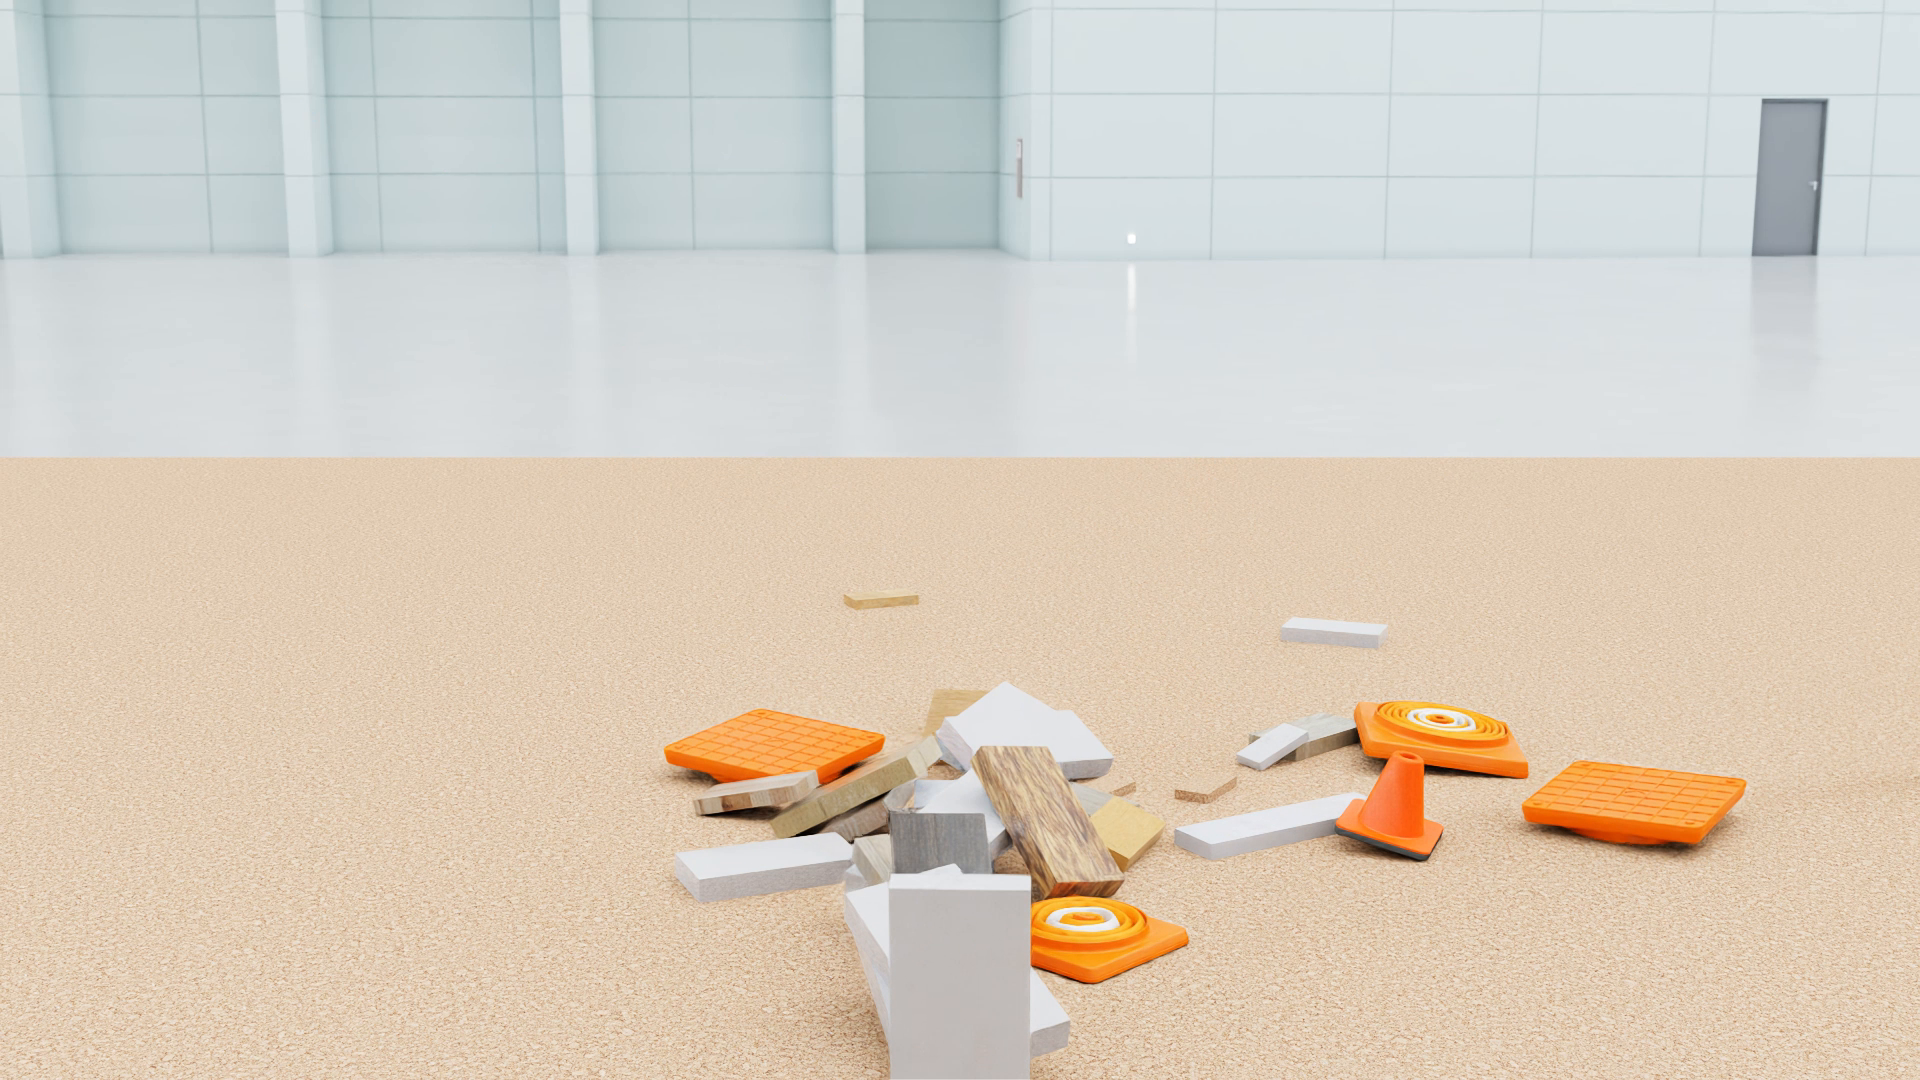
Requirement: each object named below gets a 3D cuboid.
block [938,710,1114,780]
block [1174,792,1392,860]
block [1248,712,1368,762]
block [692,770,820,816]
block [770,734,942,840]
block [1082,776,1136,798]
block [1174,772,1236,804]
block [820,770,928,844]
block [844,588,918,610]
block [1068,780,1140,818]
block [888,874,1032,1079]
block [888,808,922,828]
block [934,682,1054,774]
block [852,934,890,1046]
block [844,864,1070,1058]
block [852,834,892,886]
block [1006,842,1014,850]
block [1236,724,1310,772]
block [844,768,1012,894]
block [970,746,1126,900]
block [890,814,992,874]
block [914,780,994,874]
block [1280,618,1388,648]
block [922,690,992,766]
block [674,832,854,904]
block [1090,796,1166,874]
[{"bbox_3d":[0.130,0.403,4.286,0.317,0.045,0.158,0,33,-37],"label":"block"},{"bbox_3d":[0.589,0.516,3.984,0.421,0.030,0.106,-6,12,-31],"label":"block"},{"bbox_3d":[0.723,0.407,4.557,0.244,0.035,0.122,-10,14,-43],"label":"block"},{"bbox_3d":[-0.380,0.471,4.098,0.212,0.030,0.106,-10,6,20],"label":"block"},{"bbox_3d":[-0.186,0.445,3.953,0.297,0.042,0.148,-27,1,20],"label":"block"},{"bbox_3d":[0.270,0.480,4.206,0.069,0.020,0.138,8,13,37],"label":"block"},{"bbox_3d":[0.473,0.476,4.229,0.069,0.020,0.138,6,12,30],"label":"block"},{"bbox_3d":[-0.155,0.478,3.988,0.138,0.039,0.276,-29,4,15],"label":"block"},{"bbox_3d":[-0.212,0.159,5.919,0.182,0.026,0.091,-4,11,-22],"label":"block"},{"bbox_3d":[0.192,0.485,4.076,0.254,0.035,0.122,14,16,35],"label":"block"},{"bbox_3d":[0.001,0.587,2.734,0.173,0.346,0.049,0,13,2],"label":"block"},{"bbox_3d":[-0.036,0.535,3.686,0.138,0.039,0.276,-2,24,-8],"label":"block"},{"bbox_3d":[0.080,0.388,4.383,0.158,0.045,0.317,29,26,17],"label":"block"},{"bbox_3d":[-0.034,0.613,3.059,0.173,0.049,0.346,-5,32,-14],"label":"block"},{"bbox_3d":[-0.009,0.586,3.012,0.173,0.049,0.346,-12,35,-24],"label":"block"},{"bbox_3d":[-0.049,0.540,3.414,0.146,0.041,0.292,-5,22,-22],"label":"block"},{"bbox_3d":[0.043,0.541,3.897,0.093,0.013,0.046,-7,12,-31],"label":"block"},{"bbox_3d":[0.630,0.416,4.426,0.138,0.020,0.069,-28,27,-29],"label":"block"},{"bbox_3d":[-0.002,0.490,3.673,0.148,0.042,0.497,14,23,25],"label":"block"},{"bbox_3d":[0.145,0.470,3.689,0.149,0.042,0.297,5,40,-38],"label":"block"},{"bbox_3d":[-0.019,0.565,3.227,0.146,0.041,0.469,1,32,-5],"label":"block"},{"bbox_3d":[-0.011,0.505,3.866,0.138,0.039,0.276,1,22,-1],"label":"block"},{"bbox_3d":[0.938,0.232,5.502,0.244,0.035,0.122,4,11,21],"label":"block"},{"bbox_3d":[0.013,0.386,4.553,0.158,0.045,0.317,1,16,4],"label":"block"},{"bbox_3d":[-0.323,0.556,3.741,0.292,0.041,0.146,-4,11,-23],"label":"block"},{"bbox_3d":[0.280,0.517,3.874,0.106,0.030,0.212,27,19,17],"label":"block"}]
